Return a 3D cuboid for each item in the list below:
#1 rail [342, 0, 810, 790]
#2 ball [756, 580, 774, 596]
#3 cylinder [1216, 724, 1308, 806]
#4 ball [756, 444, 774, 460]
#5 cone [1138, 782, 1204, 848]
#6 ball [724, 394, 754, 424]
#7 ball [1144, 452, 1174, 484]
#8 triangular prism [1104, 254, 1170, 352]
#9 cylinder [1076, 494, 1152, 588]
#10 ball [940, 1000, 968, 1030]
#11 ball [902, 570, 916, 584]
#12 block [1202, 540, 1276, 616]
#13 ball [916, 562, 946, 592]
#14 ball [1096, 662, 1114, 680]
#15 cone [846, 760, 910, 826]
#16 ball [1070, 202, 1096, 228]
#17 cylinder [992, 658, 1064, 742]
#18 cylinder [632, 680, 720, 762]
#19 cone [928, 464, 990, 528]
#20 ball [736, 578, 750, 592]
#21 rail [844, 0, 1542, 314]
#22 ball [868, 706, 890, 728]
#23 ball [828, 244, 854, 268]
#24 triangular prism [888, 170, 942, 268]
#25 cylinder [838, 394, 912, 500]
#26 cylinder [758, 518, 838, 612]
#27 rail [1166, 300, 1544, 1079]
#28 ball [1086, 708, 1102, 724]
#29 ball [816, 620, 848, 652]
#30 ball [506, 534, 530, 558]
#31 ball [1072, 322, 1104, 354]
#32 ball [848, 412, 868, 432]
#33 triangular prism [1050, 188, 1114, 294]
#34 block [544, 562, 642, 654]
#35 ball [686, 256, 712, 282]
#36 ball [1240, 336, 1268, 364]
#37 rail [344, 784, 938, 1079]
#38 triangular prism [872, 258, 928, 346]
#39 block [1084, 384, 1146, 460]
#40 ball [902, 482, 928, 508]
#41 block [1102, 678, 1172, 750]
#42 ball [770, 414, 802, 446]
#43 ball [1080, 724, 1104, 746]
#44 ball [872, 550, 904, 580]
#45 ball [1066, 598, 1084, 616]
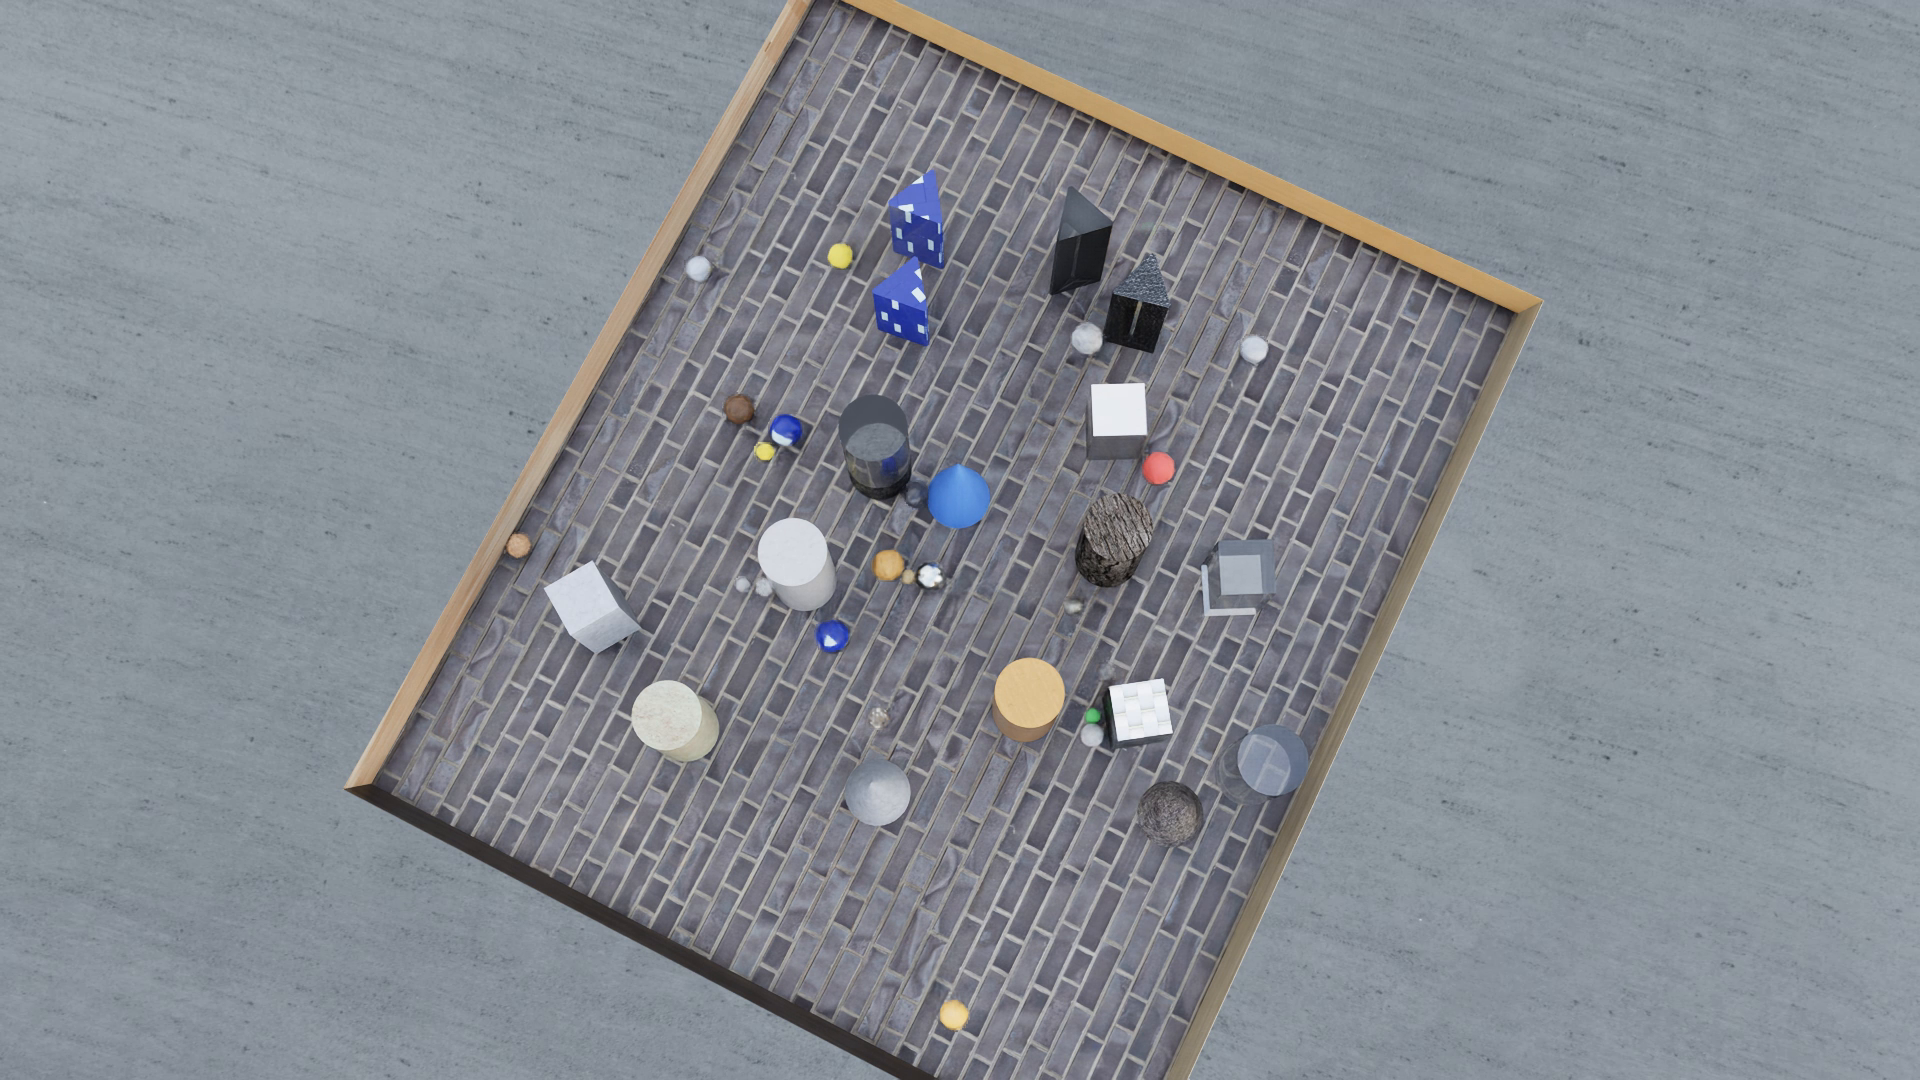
[{"bbox_3d":[-1.118,-0.541,5.662,0.045,0.127,2.945,26,80,5],"label":"rail"},{"bbox_3d":[-0.593,0.145,5.559,0.053,0.053,0.053,0,78,0],"label":"ball"},{"bbox_3d":[0.859,0.649,5.250,0.196,0.454,0.196,0,78,0],"label":"cylinder"},{"bbox_3d":[-0.599,-0.271,5.645,0.055,0.055,0.055,0,78,0],"label":"ball"},{"bbox_3d":[0.625,0.773,5.242,0.196,0.420,0.196,0,78,0],"label":"cone"},{"bbox_3d":[-0.682,-0.403,5.654,0.090,0.090,0.090,0,78,0],"label":"ball"},{"bbox_3d":[0.609,-0.222,5.613,0.097,0.097,0.097,0,78,0],"label":"ball"},{"bbox_3d":[0.545,-0.722,5.542,0.170,0.439,0.147,15,79,3],"label":"triangular prism"},{"bbox_3d":[0.449,0.006,5.398,0.196,0.426,0.196,0,78,0],"label":"cylinder"},{"bbox_3d":[-0.019,1.371,5.291,0.081,0.081,0.081,0,78,0],"label":"ball"},{"bbox_3d":[-0.156,0.112,5.571,0.044,0.044,0.044,0,78,0],"label":"ball"},{"bbox_3d":[0.818,0.114,5.403,0.157,0.372,0.157,-2,78,0],"label":"block"},{"bbox_3d":[-0.088,0.112,5.545,0.094,0.094,0.094,0,78,0],"label":"ball"},{"bbox_3d":[0.436,0.396,5.506,0.056,0.056,0.056,0,78,0],"label":"ball"},{"bbox_3d":[-0.245,0.712,5.267,0.196,0.396,0.196,0,78,0],"label":"cone"},{"bbox_3d":[0.387,-1.026,5.788,0.081,0.081,0.081,0,78,0],"label":"ball"},{"bbox_3d":[0.194,0.468,5.307,0.196,0.417,0.196,0,78,0],"label":"cylinder"},{"bbox_3d":[-0.820,0.528,5.312,0.196,0.382,0.196,0,78,0],"label":"cylinder"},{"bbox_3d":[-0.005,-0.175,5.435,0.196,0.427,0.196,0,78,0],"label":"cone"},{"bbox_3d":[-0.659,0.137,5.566,0.044,0.044,0.044,0,78,0],"label":"ball"},{"bbox_3d":[0.648,-1.262,5.812,2.548,0.127,0.045,26,80,5],"label":"rail"},{"bbox_3d":[-0.243,0.531,5.474,0.065,0.065,0.065,0,78,0],"label":"ball"},{"bbox_3d":[-0.375,-0.895,5.762,0.077,0.077,0.077,0,78,0],"label":"ball"},{"bbox_3d":[-0.107,-0.995,5.624,0.170,0.389,0.147,21,79,4],"label":"triangular prism"},{"bbox_3d":[-0.246,-0.269,5.425,0.196,0.484,0.196,0,78,0],"label":"cylinder"},{"bbox_3d":[-0.473,0.077,5.382,0.196,0.429,0.196,0,78,0],"label":"cylinder"},{"bbox_3d":[1.118,0.554,5.436,0.045,0.127,2.945,26,80,5],"label":"rail"},{"bbox_3d":[0.398,0.527,5.483,0.047,0.047,0.047,0,78,0],"label":"ball"},{"bbox_3d":[-0.382,0.287,5.507,0.098,0.098,0.098,0,78,0],"label":"ball"},{"bbox_3d":[-1.345,0.018,5.576,0.073,0.073,0.073,0,78,0],"label":"ball"},{"bbox_3d":[0.397,-0.626,5.696,0.098,0.098,0.098,0,78,0],"label":"ball"},{"bbox_3d":[-0.316,-0.367,5.661,0.062,0.062,0.062,0,78,0],"label":"ball"},{"bbox_3d":[0.343,-0.915,5.563,0.170,0.476,0.147,-17,79,-3],"label":"triangular prism"},{"bbox_3d":[-1.074,0.202,5.381,0.157,0.379,0.157,-30,80,-6],"label":"block"},{"bbox_3d":[-0.820,-0.852,5.752,0.080,0.080,0.080,0,78,0],"label":"ball"},{"bbox_3d":[0.914,-0.592,5.696,0.085,0.085,0.085,0,78,0],"label":"ball"},{"bbox_3d":[-0.648,1.276,5.286,2.548,0.127,0.045,26,80,5],"label":"rail"},{"bbox_3d":[-0.155,-0.739,5.595,0.170,0.342,0.147,19,79,4],"label":"triangular prism"},{"bbox_3d":[0.469,-0.355,5.541,0.157,0.292,0.157,-1,78,0],"label":"block"},{"bbox_3d":[-0.136,-0.136,5.605,0.078,0.078,0.078,0,78,0],"label":"ball"},{"bbox_3d":[0.516,0.513,5.366,0.157,0.283,0.157,-8,78,-2],"label":"block"},{"bbox_3d":[-0.534,-0.338,5.636,0.098,0.098,0.098,0,78,0],"label":"ball"},{"bbox_3d":[0.394,0.580,5.461,0.069,0.069,0.069,0,78,0],"label":"ball"},{"bbox_3d":[-0.216,0.076,5.552,0.096,0.096,0.096,0,78,0],"label":"ball"},{"bbox_3d":[0.346,0.200,5.547,0.055,0.055,0.055,0,78,0],"label":"ball"}]
